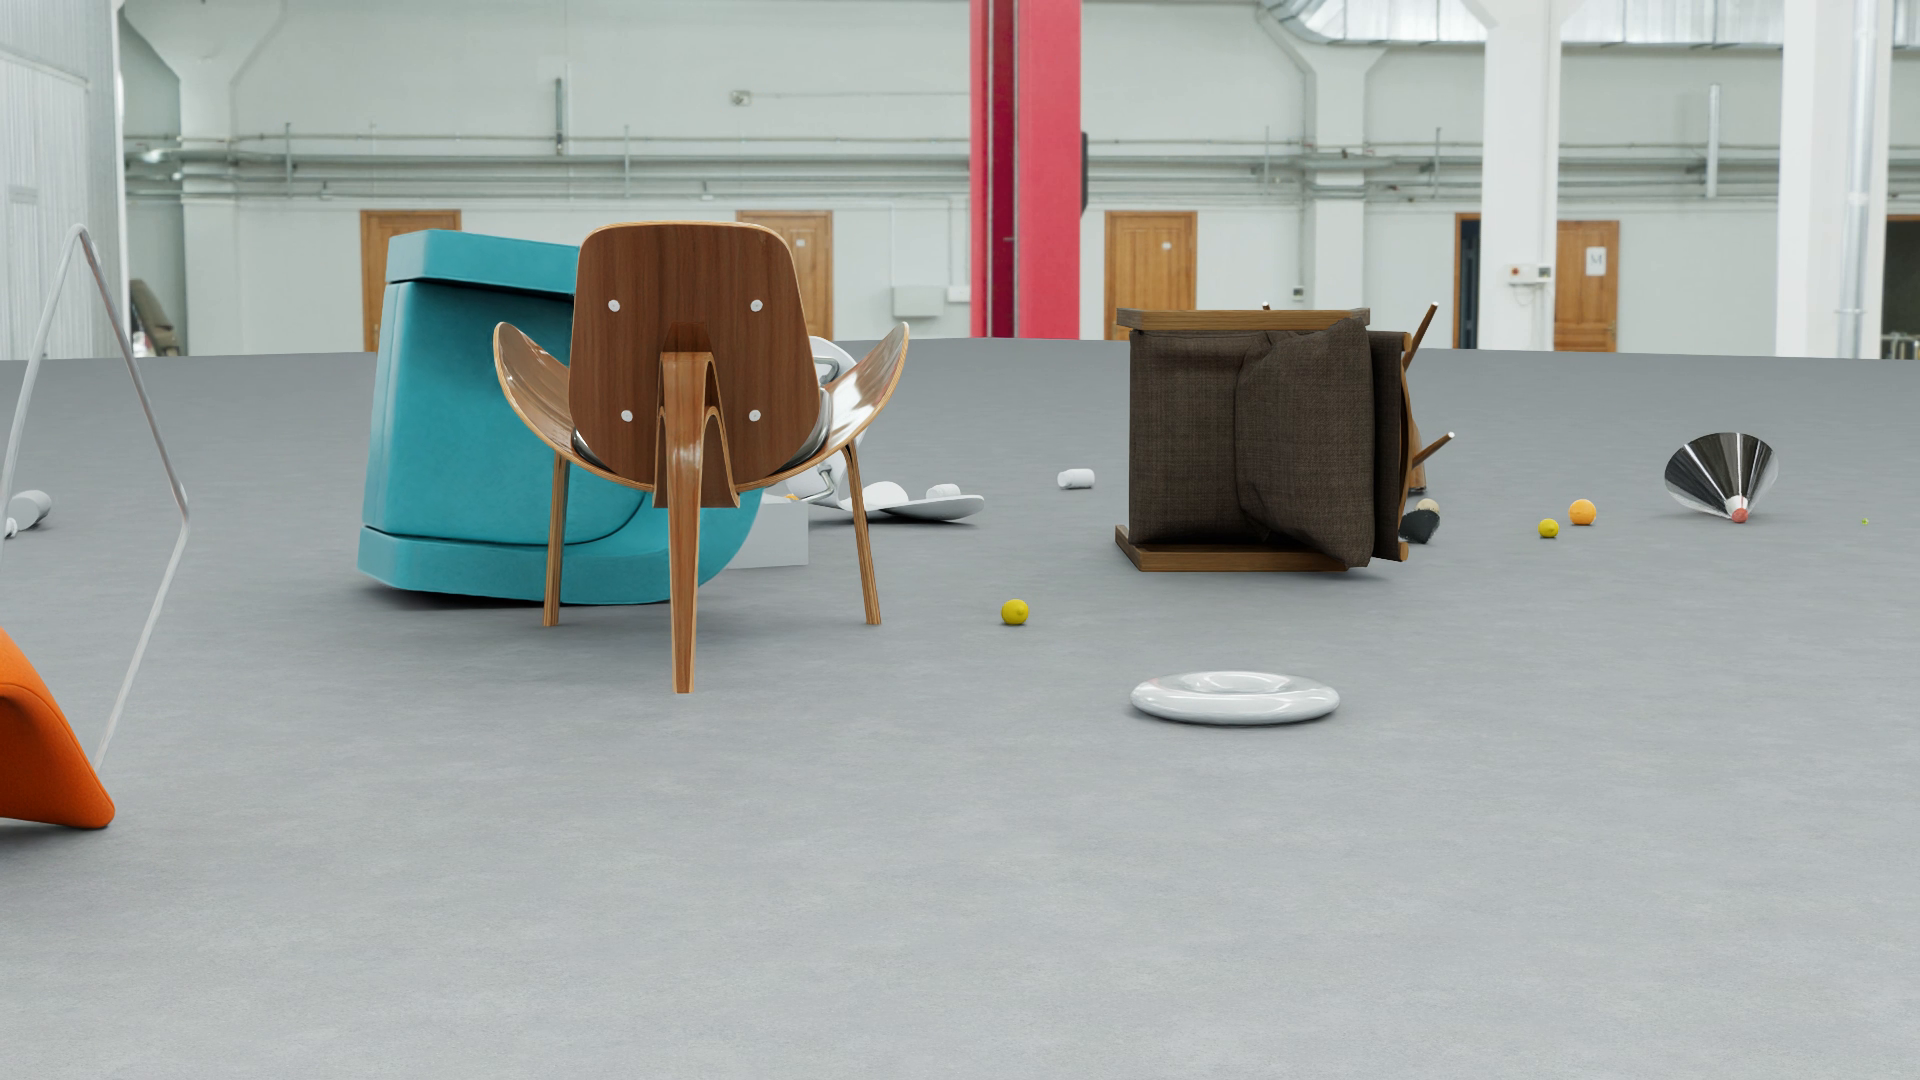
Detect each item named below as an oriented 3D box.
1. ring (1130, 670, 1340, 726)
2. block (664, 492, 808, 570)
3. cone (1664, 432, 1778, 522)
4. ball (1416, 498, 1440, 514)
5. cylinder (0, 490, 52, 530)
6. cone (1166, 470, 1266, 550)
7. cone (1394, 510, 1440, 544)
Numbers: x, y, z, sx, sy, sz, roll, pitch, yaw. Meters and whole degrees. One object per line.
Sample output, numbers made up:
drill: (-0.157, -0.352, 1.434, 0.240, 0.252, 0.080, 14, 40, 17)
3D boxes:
ring: (0.416, 0.238, 3.884, 0.315, 0.045, 0.322, 5, 8, 38)
block: (-0.522, -0.025, 5.957, 0.223, 0.144, 0.326, -3, 7, -28)
cone: (2.102, -0.118, 6.991, 0.312, 0.267, 0.234, 2, 36, -1)
ball: (1.251, -0.079, 6.869, 0.064, 0.064, 0.064, 0, 6, 0)
cylinder: (-2.459, -0.078, 6.742, 0.109, 0.085, 0.219, -21, 10, -9)
cone: (0.583, -0.025, 6.196, 0.207, 0.213, 0.291, -29, 13, -10)
cone: (1.138, -0.013, 6.333, 0.119, 0.107, 0.067, -1, 45, -12)
